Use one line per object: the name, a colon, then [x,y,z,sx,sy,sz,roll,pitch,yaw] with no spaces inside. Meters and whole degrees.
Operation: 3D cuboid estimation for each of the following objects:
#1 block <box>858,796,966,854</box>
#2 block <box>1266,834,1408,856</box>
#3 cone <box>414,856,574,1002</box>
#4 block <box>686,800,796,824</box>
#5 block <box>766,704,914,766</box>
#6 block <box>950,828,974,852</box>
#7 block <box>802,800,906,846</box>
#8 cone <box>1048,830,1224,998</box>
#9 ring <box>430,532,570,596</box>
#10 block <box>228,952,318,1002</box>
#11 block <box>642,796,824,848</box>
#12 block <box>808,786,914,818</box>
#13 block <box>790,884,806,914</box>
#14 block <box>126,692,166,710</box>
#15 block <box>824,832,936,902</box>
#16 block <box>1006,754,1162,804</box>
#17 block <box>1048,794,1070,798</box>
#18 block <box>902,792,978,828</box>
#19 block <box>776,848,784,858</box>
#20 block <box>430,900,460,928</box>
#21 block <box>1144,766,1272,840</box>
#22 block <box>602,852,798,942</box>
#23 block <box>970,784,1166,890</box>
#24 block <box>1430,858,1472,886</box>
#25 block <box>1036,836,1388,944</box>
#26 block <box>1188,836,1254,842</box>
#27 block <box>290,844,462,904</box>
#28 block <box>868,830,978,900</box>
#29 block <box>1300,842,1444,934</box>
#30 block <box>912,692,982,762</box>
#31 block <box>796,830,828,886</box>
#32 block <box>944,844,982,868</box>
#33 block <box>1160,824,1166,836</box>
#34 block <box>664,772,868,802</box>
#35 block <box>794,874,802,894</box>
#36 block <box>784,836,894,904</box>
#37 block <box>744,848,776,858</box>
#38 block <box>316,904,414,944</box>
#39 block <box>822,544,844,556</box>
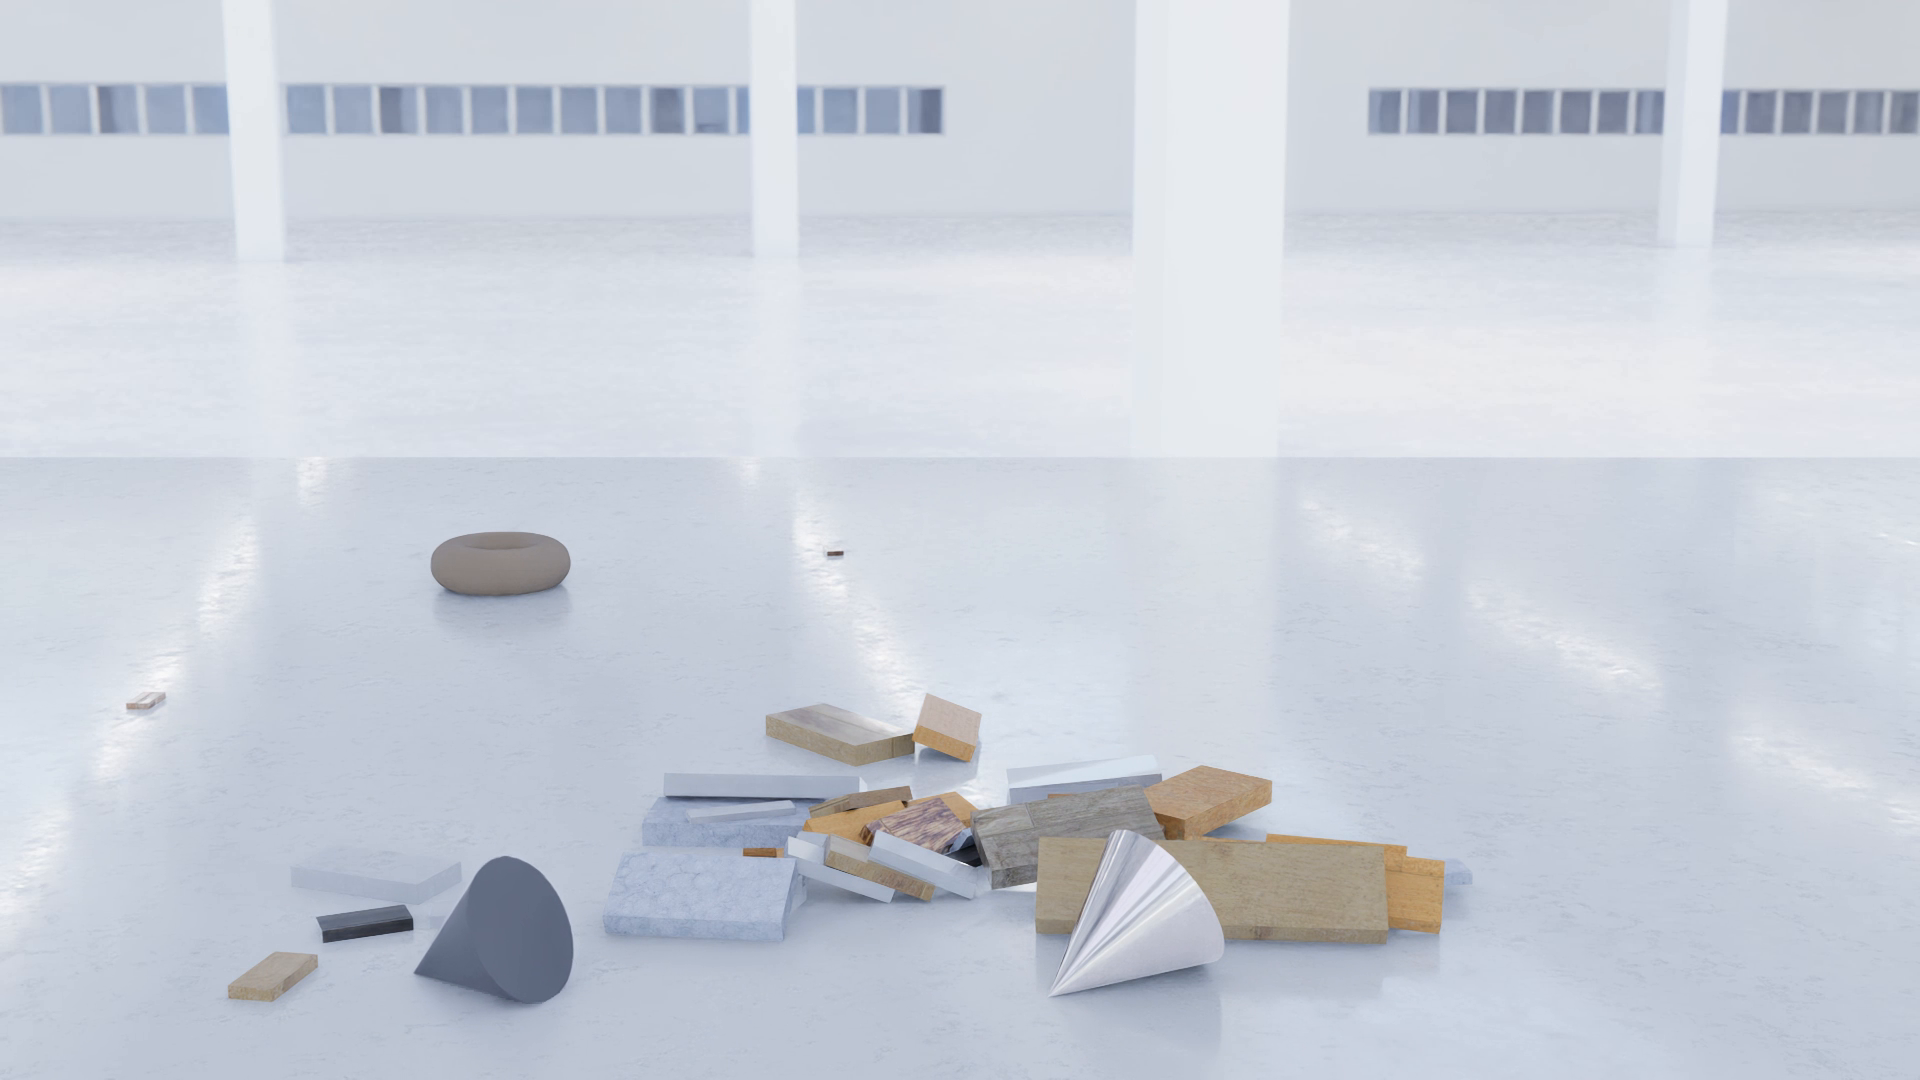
block: [-0.076,0.516,3.843,0.196,0.027,0.097,-14,53,-49]
block: [0.614,0.550,3.621,0.231,0.033,0.116,3,48,16]
cone: [-0.735,0.613,3.275,0.222,0.222,0.222,-25,0,25]
block: [-0.392,0.488,3.942,0.191,0.013,0.047,-3,11,-18]
block: [-0.251,0.402,4.562,0.154,0.044,0.308,-9,14,-40]
block: [0.032,0.523,3.884,0.108,0.054,0.015,-12,51,-48]
block: [-0.168,0.517,3.845,0.194,0.027,0.097,-8,48,-33]
cone: [0.219,0.606,3.280,0.247,0.247,0.247,-36,27,-25]
ring: [-1.285,0.065,6.154,0.386,0.129,0.386,1,11,0]
block: [-1.025,0.651,3.284,0.070,0.020,0.140,2,11,11]
block: [-0.407,0.511,3.976,0.308,0.044,0.154,1,11,3]
block: [-0.177,0.474,3.952,0.092,0.026,0.184,-23,-13,32]
block: [-0.357,0.585,3.623,0.186,0.026,0.093,3,11,18]
block: [-1.809,0.357,4.887,0.050,0.014,0.100,0,11,2]
block: [-0.133,0.544,3.655,0.185,0.026,0.092,21,8,-6]
block: [0.235,0.459,4.179,0.286,0.041,0.143,-6,9,-1]
block: [0.216,0.498,3.913,0.107,0.030,0.213,-1,11,-1]
block: [-0.061,0.506,3.988,0.193,0.027,0.097,-8,26,-35]
block: [-0.315,0.553,3.824,0.109,0.015,0.054,-6,12,-28]
block: [-0.781,0.602,3.551,0.140,0.020,0.070,-2,11,-10]
block: [0.424,0.477,3.993,0.153,0.043,0.305,9,14,36]
block: [-0.413,0.569,3.515,0.286,0.041,0.143,1,36,7]
block: [0.184,0.506,3.763,0.305,0.043,0.153,-8,35,-11]
block: [0.773,0.556,3.677,0.148,0.021,0.074,-1,11,-7]
block: [0.397,0.556,3.496,0.549,0.043,0.153,1,50,5]
block: [0.481,0.552,3.605,0.231,0.033,0.116,3,50,16]
block: [-0.986,0.563,3.714,0.253,0.036,0.126,4,11,21]
block: [-0.061,0.541,3.672,0.184,0.026,0.092,21,8,-2]
block: [0.655,0.557,3.525,0.231,0.033,0.116,6,51,9]
block: [-0.026,0.386,4.551,0.126,0.036,0.253,21,11,-1]
block: [-0.267,0.542,3.743,0.054,0.015,0.109,4,40,22]
block: [0.025,0.551,3.836,0.054,0.015,0.108,9,14,40]
block: [0.317,0.536,3.771,0.054,0.015,0.139,6,33,11]
block: [-0.359,0.465,4.088,0.360,0.041,0.143,1,-13,3]
block: [-0.353,0.558,3.627,0.186,0.026,0.093,-1,10,-4]
block: [-0.201,0.547,3.654,0.186,0.026,0.093,19,9,-7]
block: [-0.336,0.544,3.704,0.054,0.015,0.109,-1,-27,-3]
block: [-0.948,0.611,3.503,0.140,0.020,0.070,-5,12,-24]
block: [-0.383,0.031,6.639,0.050,0.014,0.100,-2,11,-11]
